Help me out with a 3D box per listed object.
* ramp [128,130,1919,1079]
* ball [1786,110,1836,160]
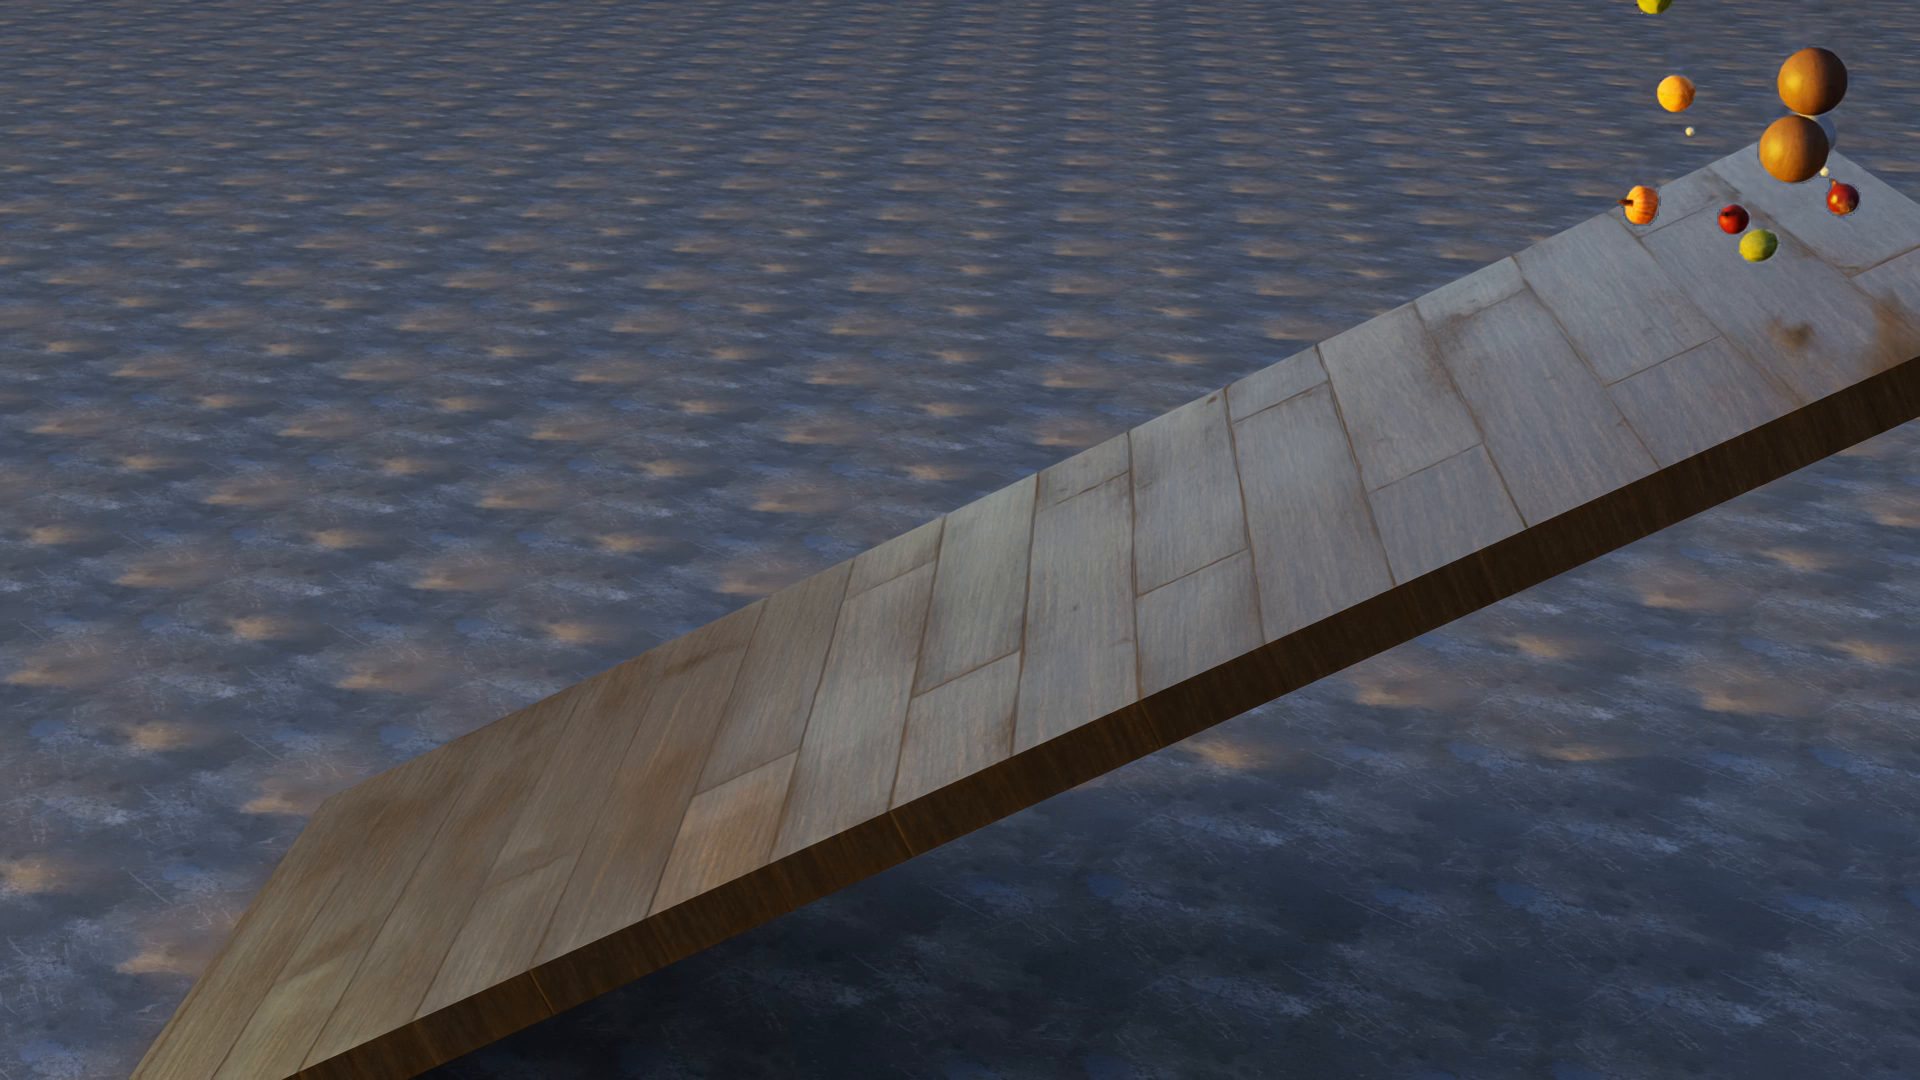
[{"bbox_3d":[0.137,0.168,6.281,4.000,0.100,2.000,-25,13,9],"label":"ramp"},{"bbox_3d":[1.669,-0.793,5.769,0.096,0.096,0.096,0,16,0],"label":"ball"}]
